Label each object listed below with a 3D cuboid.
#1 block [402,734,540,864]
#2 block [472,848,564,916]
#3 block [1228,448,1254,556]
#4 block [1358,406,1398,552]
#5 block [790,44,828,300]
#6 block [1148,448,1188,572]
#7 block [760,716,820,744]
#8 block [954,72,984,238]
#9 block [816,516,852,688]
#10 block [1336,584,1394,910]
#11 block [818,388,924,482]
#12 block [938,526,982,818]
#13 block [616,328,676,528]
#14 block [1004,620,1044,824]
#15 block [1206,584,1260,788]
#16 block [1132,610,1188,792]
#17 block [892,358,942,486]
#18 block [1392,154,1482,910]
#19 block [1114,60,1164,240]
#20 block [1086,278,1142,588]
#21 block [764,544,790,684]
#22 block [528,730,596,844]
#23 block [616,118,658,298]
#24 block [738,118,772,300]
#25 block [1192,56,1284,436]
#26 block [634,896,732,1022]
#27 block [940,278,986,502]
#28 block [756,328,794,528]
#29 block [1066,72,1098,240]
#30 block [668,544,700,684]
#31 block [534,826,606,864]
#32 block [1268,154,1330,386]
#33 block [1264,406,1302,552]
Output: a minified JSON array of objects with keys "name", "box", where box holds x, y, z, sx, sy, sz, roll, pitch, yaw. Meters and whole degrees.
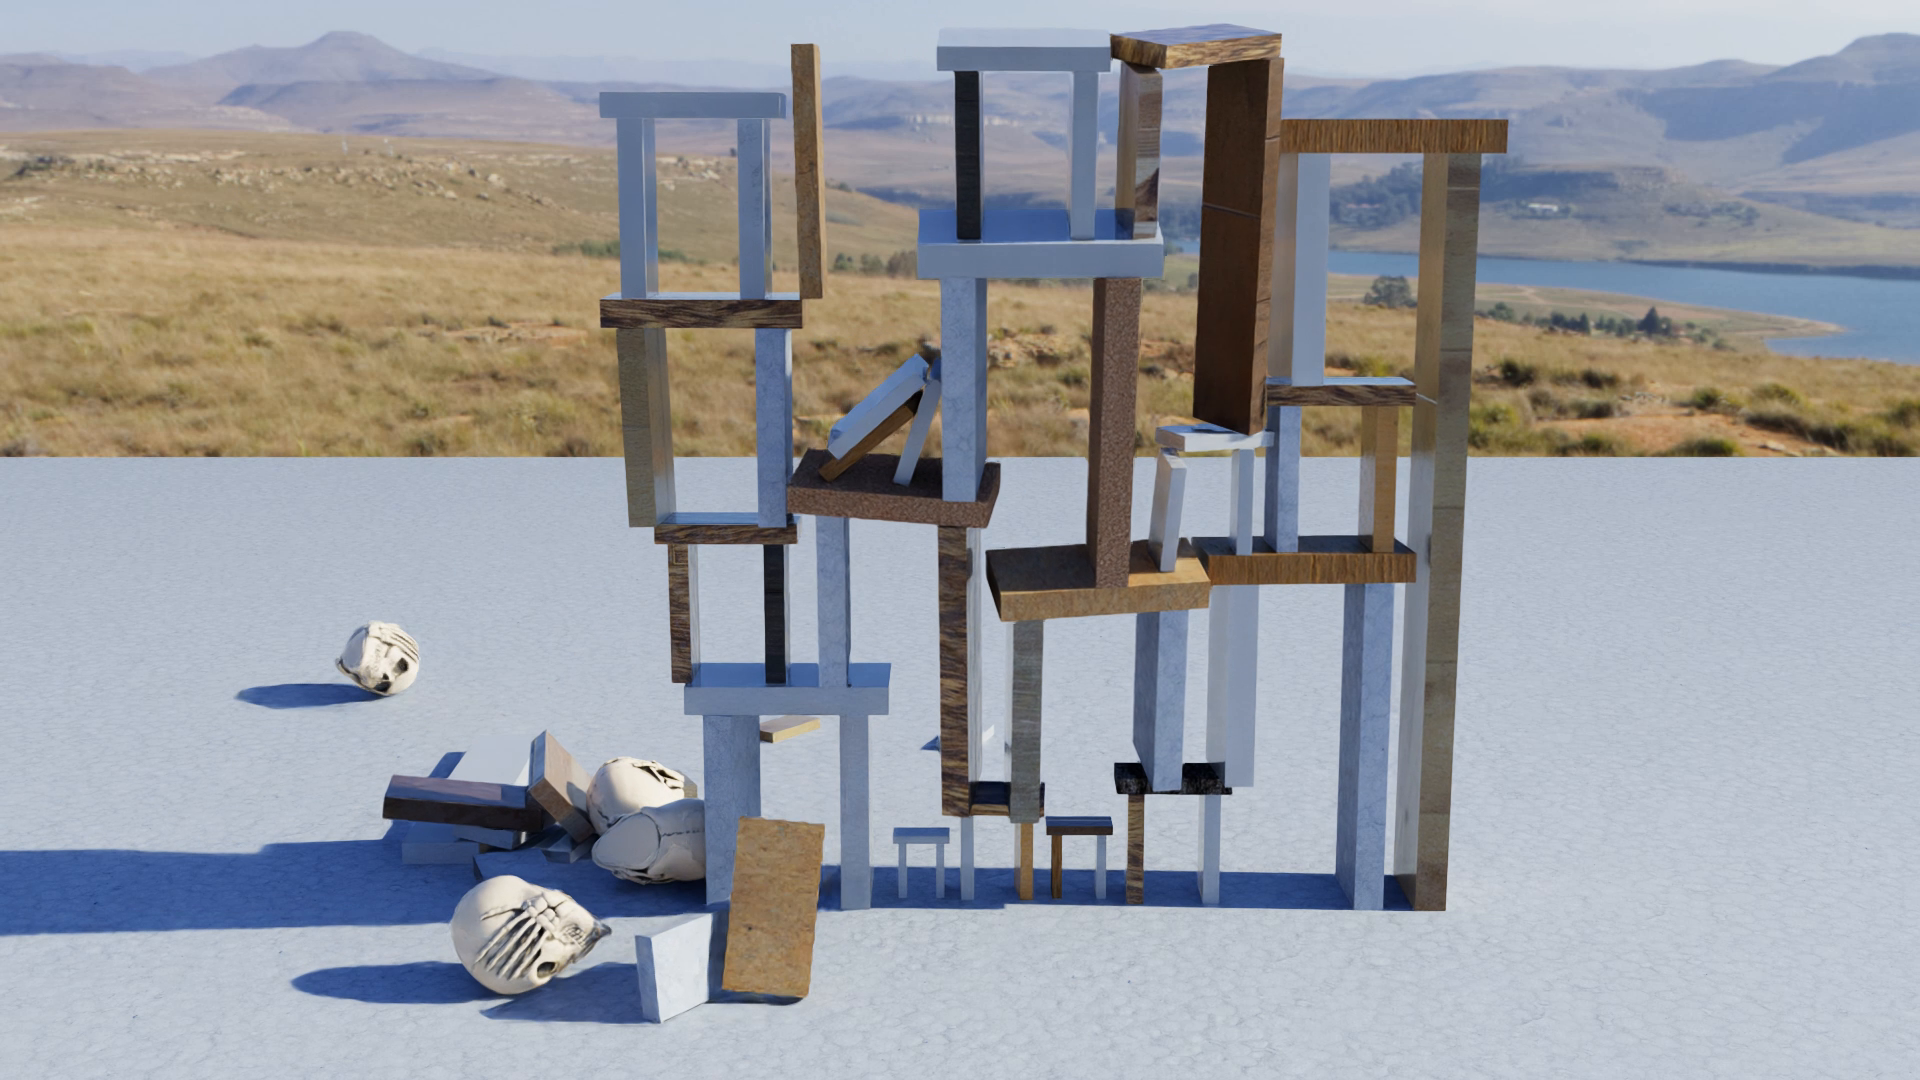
[{"name":"block","box":[-0.909,0.480,4.159,0.133,0.038,0.697,0,11,-1]},{"name":"block","box":[-0.741,0.571,3.682,0.114,0.032,0.229,-4,11,-20]},{"name":"block","box":[0.448,-0.067,3.493,0.024,0.169,0.085,0,11,-1]},{"name":"block","box":[0.670,-0.106,3.527,0.033,0.234,0.117,0,10,-2]},{"name":"block","box":[-0.236,-0.578,3.451,0.035,0.388,0.125,-1,11,1]},{"name":"block","box":[0.322,-0.048,3.425,0.024,0.175,0.085,0,24,-10]},{"name":"block","box":[-0.372,0.397,4.650,0.074,0.021,0.148,8,13,37]},{"name":"block","box":[0.014,-0.571,3.182,0.034,0.243,0.121,1,25,3]},{"name":"block","box":[-0.202,0.063,3.525,0.044,0.310,0.155,1,26,0]},{"name":"block","box":[0.665,0.321,3.623,0.047,0.546,0.166,0,11,-1]},{"name":"block","box":[-0.138,-0.167,3.380,0.182,0.026,0.091,-36,17,23]},{"name":"block","box":[0.002,0.182,3.524,0.044,0.514,0.155,3,25,8]},{"name":"block","box":[-0.502,-0.189,3.527,0.044,0.314,0.157,-1,10,5]},{"name":"block","box":[0.101,0.254,3.540,0.046,0.370,0.163,-1,25,-3]},{"name":"block","box":[0.443,0.219,3.587,0.047,0.332,0.166,-1,11,-4]},{"name":"block","box":[0.322,0.222,3.551,0.046,0.327,0.163,-4,25,-7]},{"name":"block","box":[-0.058,-0.181,3.372,0.026,0.182,0.091,19,26,-2]},{"name":"block","box":[0.770,-0.010,3.565,0.050,1.216,0.178,0,10,0]},{"name":"block","box":[0.257,-0.566,3.177,0.033,0.235,0.117,-4,25,-9]},{"name":"block","box":[0.231,-0.189,3.352,0.050,0.495,0.177,-1,25,-2]},{"name":"block","box":[-0.298,0.109,3.584,0.032,0.228,0.114,0,11,0]},{"name":"block","box":[-0.718,0.442,3.967,0.038,0.133,0.266,-40,17,1]},{"name":"block","box":[-0.507,-0.524,3.467,0.039,0.276,0.138,0,11,0]},{"name":"block","box":[-0.323,-0.524,3.467,0.039,0.276,0.138,0,11,0]},{"name":"block","box":[0.423,-0.451,3.364,0.033,0.581,0.117,-20,30,-39]},{"name":"block","box":[-0.371,0.606,3.231,0.035,0.125,0.249,0,9,37]},{"name":"block","box":[0.007,-0.255,3.329,0.050,0.354,0.177,2,25,6]},{"name":"block","box":[-0.296,-0.189,3.525,0.044,0.314,0.157,0,11,0]},{"name":"block","box":[0.176,-0.570,3.178,0.034,0.243,0.121,0,25,0]},{"name":"block","box":[-0.449,0.109,3.584,0.032,0.228,0.114,0,11,1]},{"name":"block","box":[-0.693,0.537,3.894,0.074,0.021,0.148,3,11,15]},{"name":"block","box":[0.533,-0.430,3.472,0.050,0.356,0.178,-1,10,-4]},{"name":"block","box":[0.516,-0.106,3.523,0.033,0.234,0.117,0,10,-2]}]
